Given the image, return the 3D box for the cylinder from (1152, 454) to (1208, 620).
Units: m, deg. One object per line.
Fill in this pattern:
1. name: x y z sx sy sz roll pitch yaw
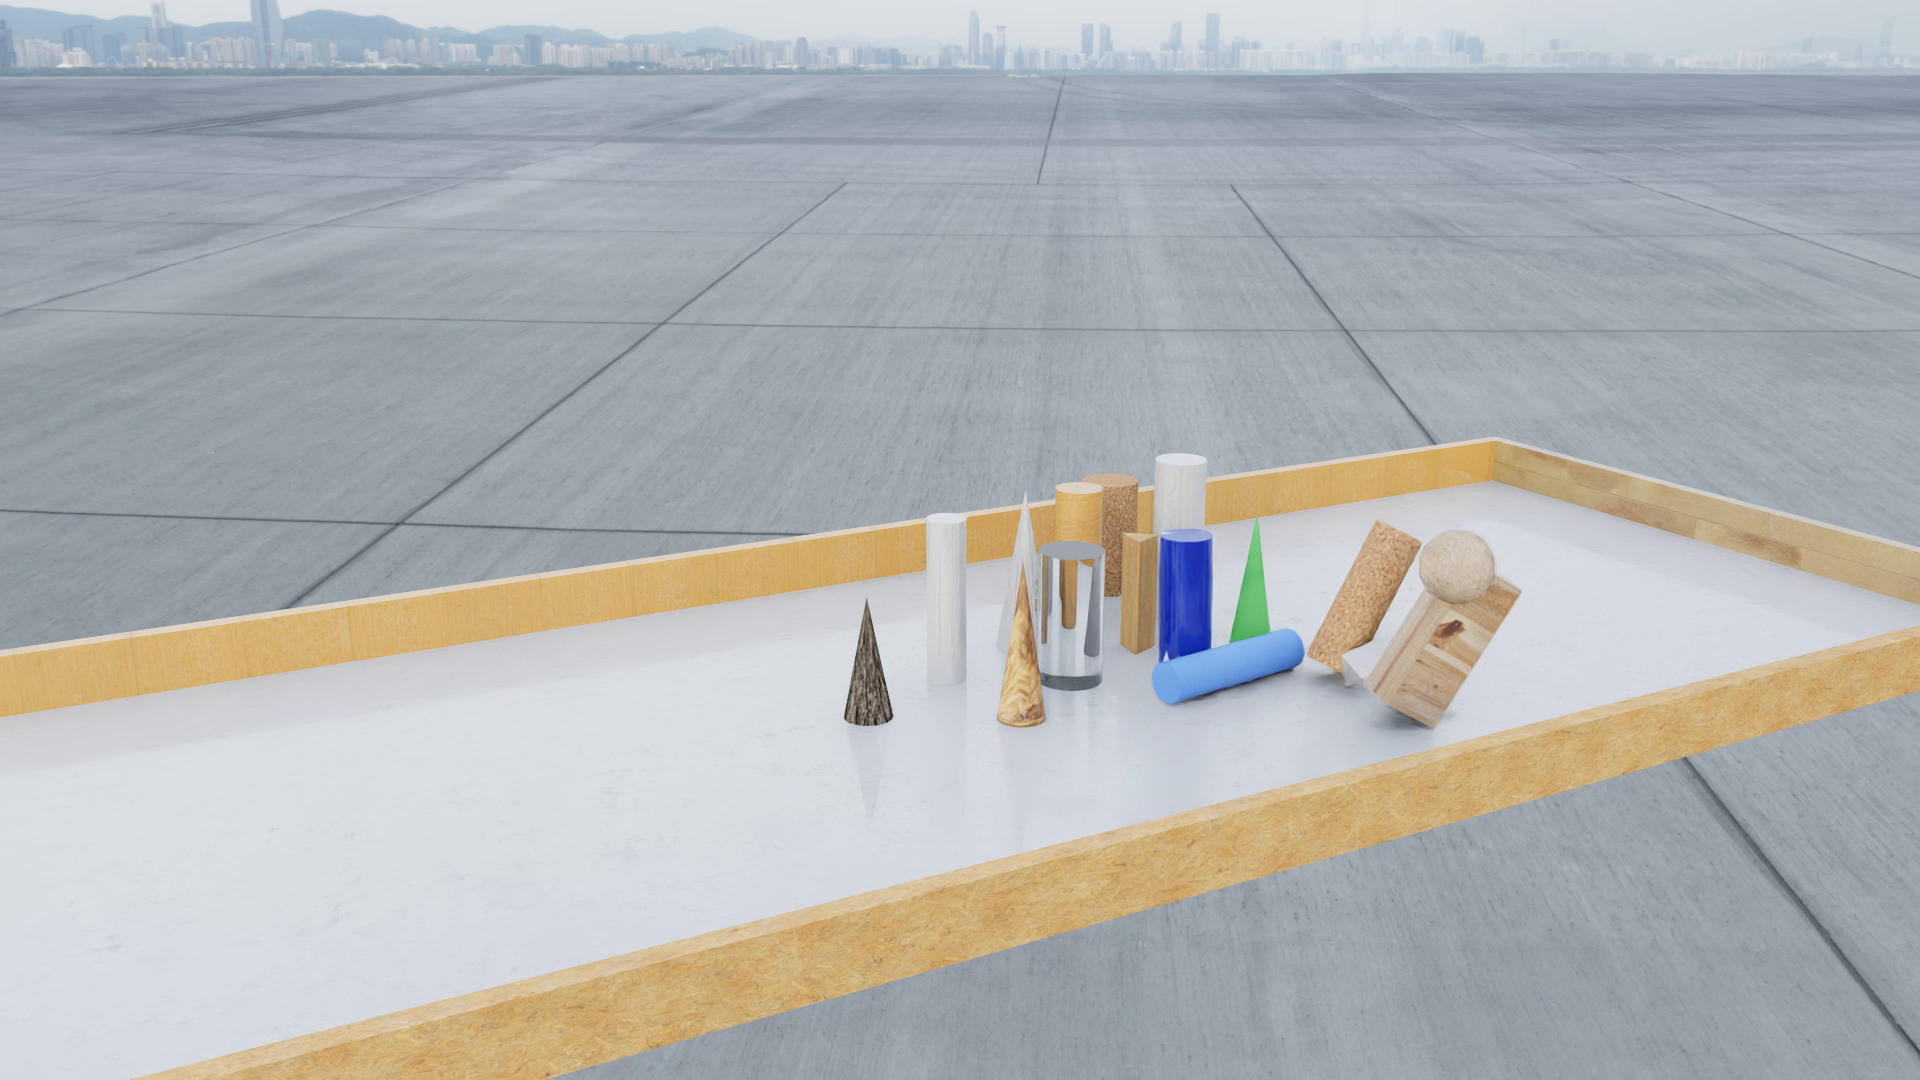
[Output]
1. cylinder: 0.605 -0.005 4.574 0.141 0.450 0.141 0 16 0

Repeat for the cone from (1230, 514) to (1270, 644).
1. cone: 0.769 0.109 4.319 0.116 0.375 0.116 0 16 0

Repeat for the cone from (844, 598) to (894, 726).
1. cone: -0.218 0.276 3.883 0.118 0.301 0.118 0 16 0

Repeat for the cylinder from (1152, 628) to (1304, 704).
1. cylinder: 0.672 0.312 4.111 0.426 0.103 0.103 -11 20 -34

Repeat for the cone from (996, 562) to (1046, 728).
1. cone: 0.146 0.236 3.861 0.117 0.389 0.117 0 16 0

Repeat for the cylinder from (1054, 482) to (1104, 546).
1. cylinder: 0.328 0.034 4.587 0.131 0.369 0.131 0 16 0

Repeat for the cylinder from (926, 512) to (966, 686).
1. cylinder: -0.034 0.148 4.108 0.101 0.419 0.101 0 16 0

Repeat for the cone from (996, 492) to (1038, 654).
1. cone: 0.170 0.075 4.335 0.151 0.431 0.151 0 16 0

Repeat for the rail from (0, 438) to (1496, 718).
1. rail: -3.305 0.497 3.399 12.000 0.150 0.050 -9 18 -27

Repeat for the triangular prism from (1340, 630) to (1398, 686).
1. triangular prism: 1.112 0.260 4.126 0.348 0.076 0.088 -21 -10 -18

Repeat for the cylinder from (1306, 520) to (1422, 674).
1. cylinder: 1.016 0.149 4.148 0.127 0.381 0.127 27 4 -2

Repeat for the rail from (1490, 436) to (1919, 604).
1. rail: 2.466 -0.048 5.253 0.050 0.150 2.100 -9 18 -27

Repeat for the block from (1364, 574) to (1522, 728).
1. block: 1.129 0.230 3.867 0.137 0.380 0.137 27 10 -16

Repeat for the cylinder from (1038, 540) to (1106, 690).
1. cylinder: 0.277 0.188 4.113 0.164 0.339 0.164 0 16 0

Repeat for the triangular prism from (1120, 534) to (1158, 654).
1. triangular prism: 0.459 0.136 4.344 0.077 0.308 0.089 13 21 37

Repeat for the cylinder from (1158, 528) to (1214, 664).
1. cylinder: 0.567 0.163 4.147 0.133 0.363 0.133 -1 15 0

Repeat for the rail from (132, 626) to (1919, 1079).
1. rail: -2.336 1.006 1.665 12.000 0.150 0.050 -9 18 -27

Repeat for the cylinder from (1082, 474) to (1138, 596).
1. cylinder: 0.435 -0.016 4.825 0.163 0.329 0.163 0 16 0

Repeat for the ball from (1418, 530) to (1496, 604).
1. ball: 1.110 0.060 3.685 0.166 0.166 0.166 0 16 0
